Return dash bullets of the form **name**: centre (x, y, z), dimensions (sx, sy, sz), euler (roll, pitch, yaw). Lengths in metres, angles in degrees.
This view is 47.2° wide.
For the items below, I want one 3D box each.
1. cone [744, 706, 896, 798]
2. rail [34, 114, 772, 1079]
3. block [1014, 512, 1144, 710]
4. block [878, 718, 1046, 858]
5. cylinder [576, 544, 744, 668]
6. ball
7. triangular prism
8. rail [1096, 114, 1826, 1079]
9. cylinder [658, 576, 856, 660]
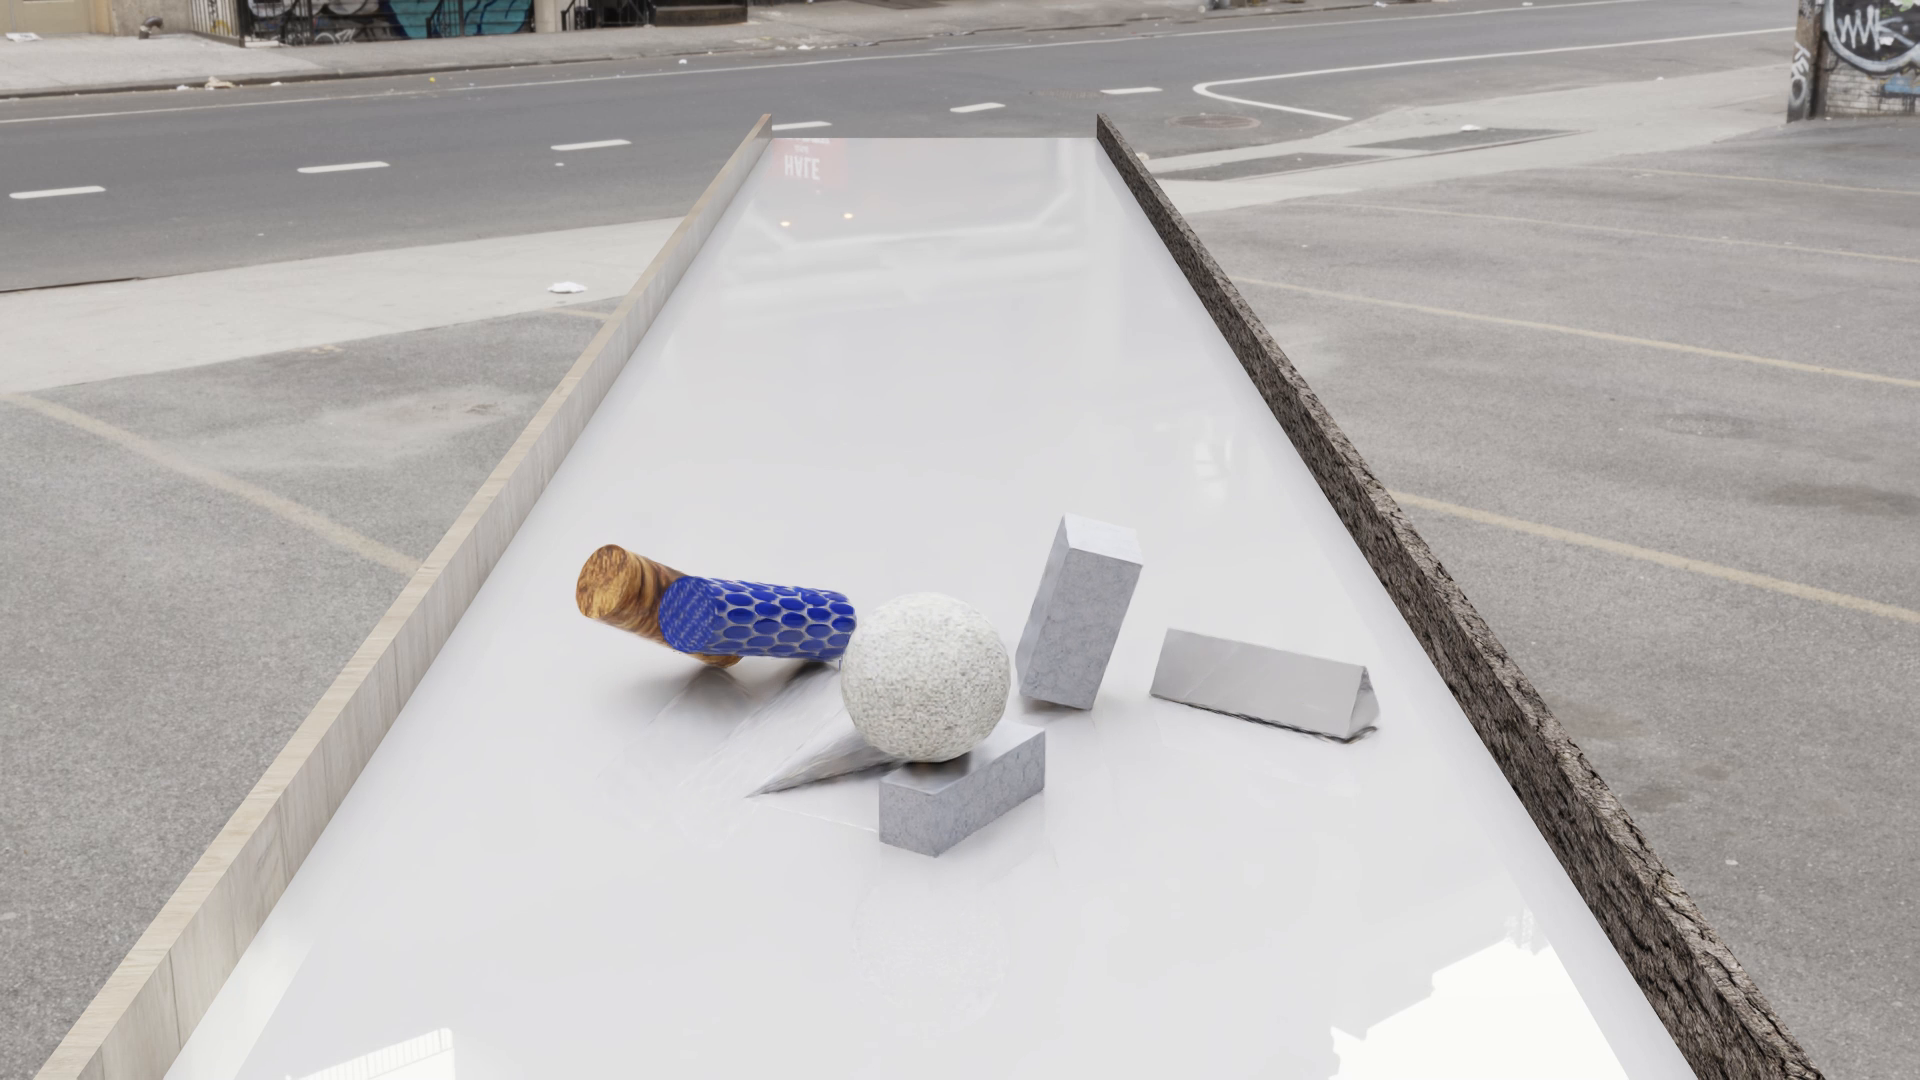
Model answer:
- **cone**: centre (-0.246, 0.379, 3.825), dimensions (0.328, 0.149, 0.149), euler (-26, 28, -30)
- **rail**: centre (-1.118, -0.838, 7.780), dimensions (0.050, 0.150, 12.000), euler (0, 17, -1)
- **block**: centre (0.220, 0.135, 4.128), dimensions (0.142, 0.322, 0.142), euler (14, 26, -8)
- **block**: centre (0.007, 0.407, 3.666), dimensions (0.110, 0.110, 0.339), euler (11, 20, 32)
- **cylinder**: centre (-0.565, 0.131, 4.262), dimensions (0.148, 0.148, 0.344), euler (17, -6, 44)
- **ball**: centre (-0.056, 0.225, 3.596), dimensions (0.280, 0.280, 0.280), euler (0, 17, 0)
- **triangular prism**: centre (0.570, 0.254, 4.133), dimensions (0.416, 0.119, 0.137), euler (11, 20, 35)
- **rail**: centre (0.932, -0.844, 7.801), dimensions (0.050, 0.150, 12.000), euler (0, 17, -1)
- **cylinder**: centre (-0.383, 0.154, 4.232), dimensions (0.141, 0.141, 0.432), euler (11, 2, 34)
